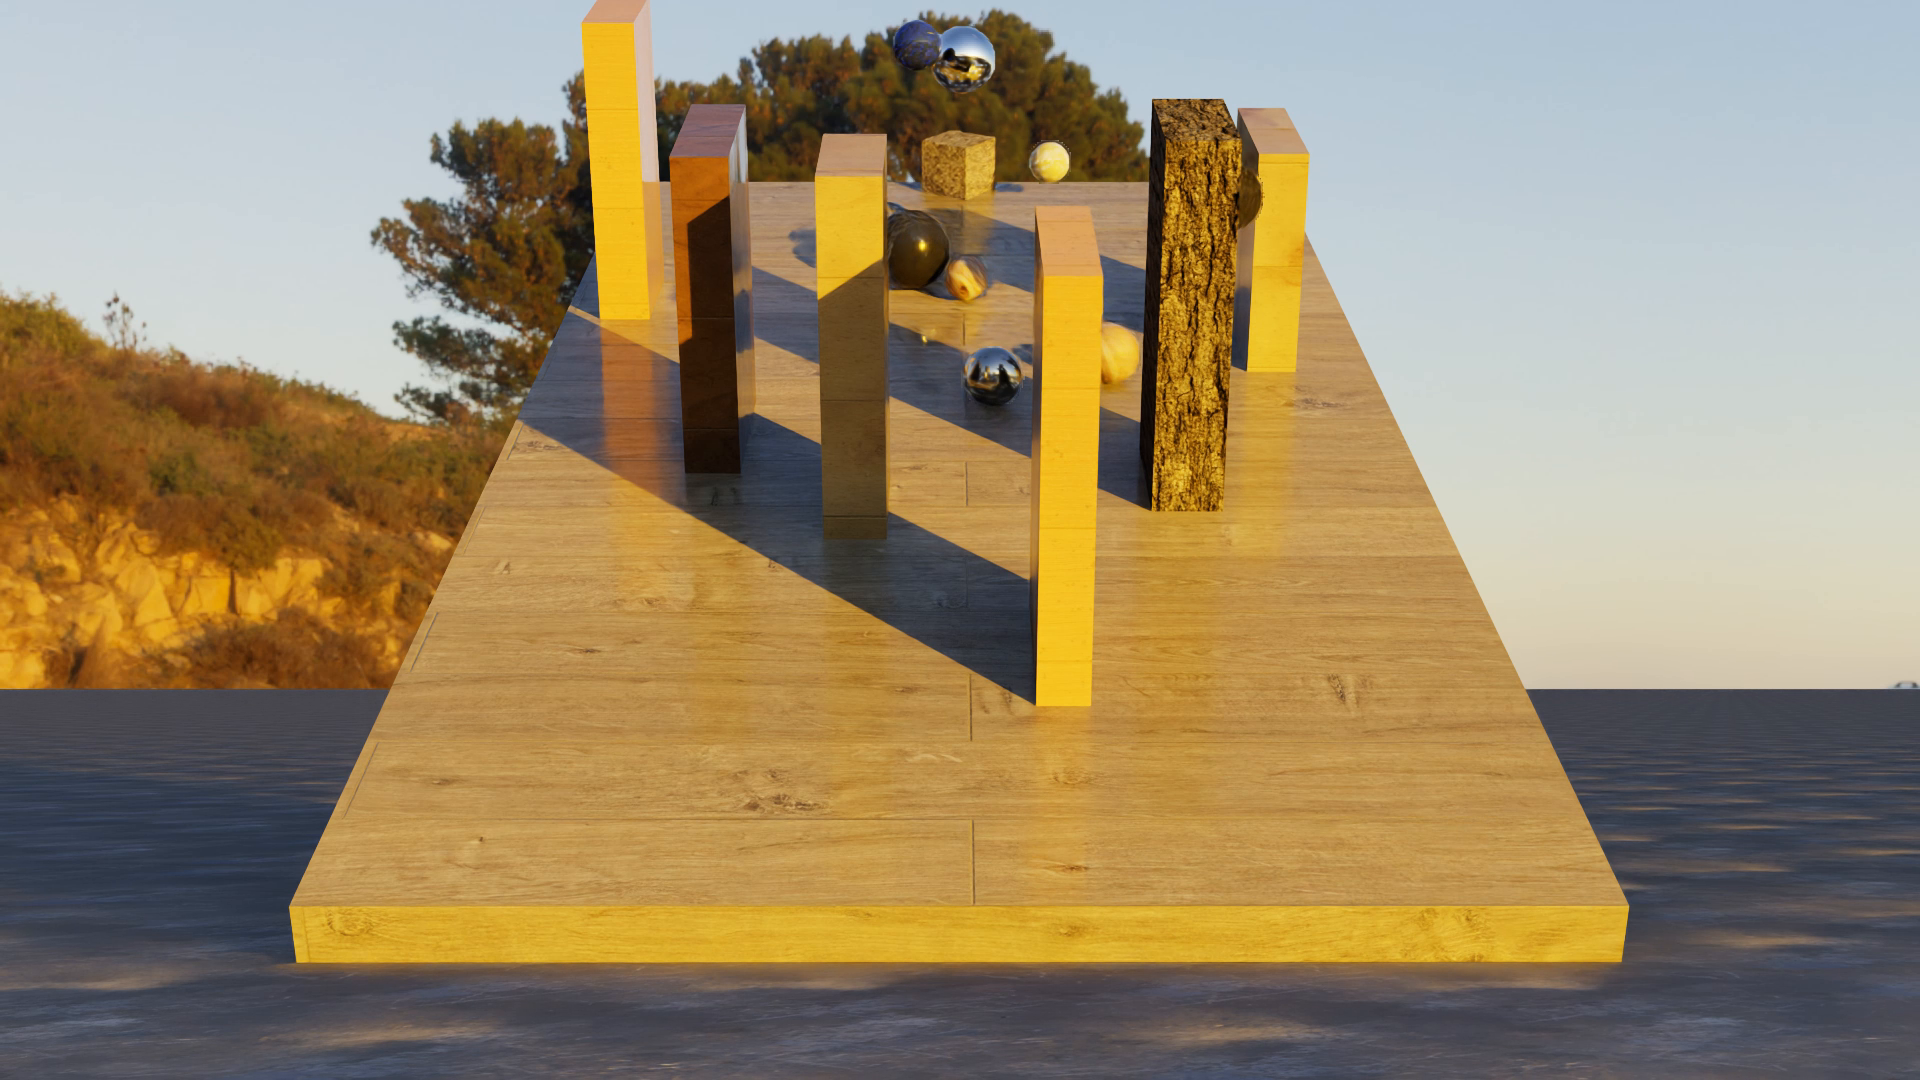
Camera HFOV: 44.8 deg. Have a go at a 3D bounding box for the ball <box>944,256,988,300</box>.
[{"bbox_3d":[0.016,-0.682,6.067,0.114,0.114,0.114,0,-4,0],"label":"ball"}]

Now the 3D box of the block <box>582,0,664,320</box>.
[{"bbox_3d":[-0.854,-0.975,5.937,0.126,0.752,0.337,0,24,0],"label":"block"}]

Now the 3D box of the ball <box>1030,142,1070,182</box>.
[{"bbox_3d":[0.265,-1.116,6.884,0.119,0.119,0.119,0,-4,0],"label":"ball"}]

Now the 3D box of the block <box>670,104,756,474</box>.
[{"bbox_3d":[-0.531,-0.551,5.067,0.119,0.694,0.445,0,24,0],"label":"block"}]

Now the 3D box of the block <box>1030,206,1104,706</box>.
[{"bbox_3d":[0.180,-0.149,4.073,0.095,0.780,0.401,0,24,0],"label":"block"}]

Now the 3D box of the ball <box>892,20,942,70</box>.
[{"bbox_3d":[-0.128,-1.472,6.939,0.147,0.147,0.147,0,-4,0],"label":"ball"}]

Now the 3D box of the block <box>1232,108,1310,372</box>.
[{"bbox_3d":[0.747,-0.738,5.685,0.116,0.534,0.441,0,24,0],"label":"block"}]

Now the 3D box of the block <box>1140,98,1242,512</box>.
[{"bbox_3d":[0.471,-0.486,4.822,0.147,0.781,0.346,0,24,0],"label":"block"}]

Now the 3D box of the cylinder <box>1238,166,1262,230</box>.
[{"bbox_3d":[0.601,-0.799,5.386,0.155,0.155,0.155,1,14,-10],"label":"cylinder"}]

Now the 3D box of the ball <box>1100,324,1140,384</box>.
[{"bbox_3d":[0.355,-0.439,5.498,0.140,0.140,0.140,0,-4,0],"label":"ball"}]

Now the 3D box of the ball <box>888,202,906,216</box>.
[{"bbox_3d":[-0.203,-0.830,6.319,0.177,0.177,0.177,0,-4,0],"label":"ball"}]

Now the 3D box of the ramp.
[{"bbox_3d":[-0.008,-0.229,5.321,2.000,0.100,4.000,0,24,0],"label":"ramp"}]

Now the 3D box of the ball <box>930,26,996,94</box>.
[{"bbox_3d":[0.007,-1.468,7.123,0.202,0.202,0.202,0,-4,0],"label":"ball"}]

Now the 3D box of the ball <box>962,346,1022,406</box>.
[{"bbox_3d":[0.075,-0.378,5.363,0.137,0.137,0.137,0,-4,0],"label":"ball"}]

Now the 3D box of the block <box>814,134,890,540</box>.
[{"bbox_3d":[-0.211,-0.409,4.686,0.127,0.748,0.322,0,24,0],"label":"block"}]

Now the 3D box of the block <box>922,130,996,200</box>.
[{"bbox_3d":[-0.004,-1.127,7.003,0.159,0.159,0.159,16,29,31],"label":"block"}]

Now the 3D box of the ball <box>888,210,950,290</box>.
[{"bbox_3d":[-0.130,-0.765,6.137,0.208,0.208,0.208,0,-4,0],"label":"ball"}]
